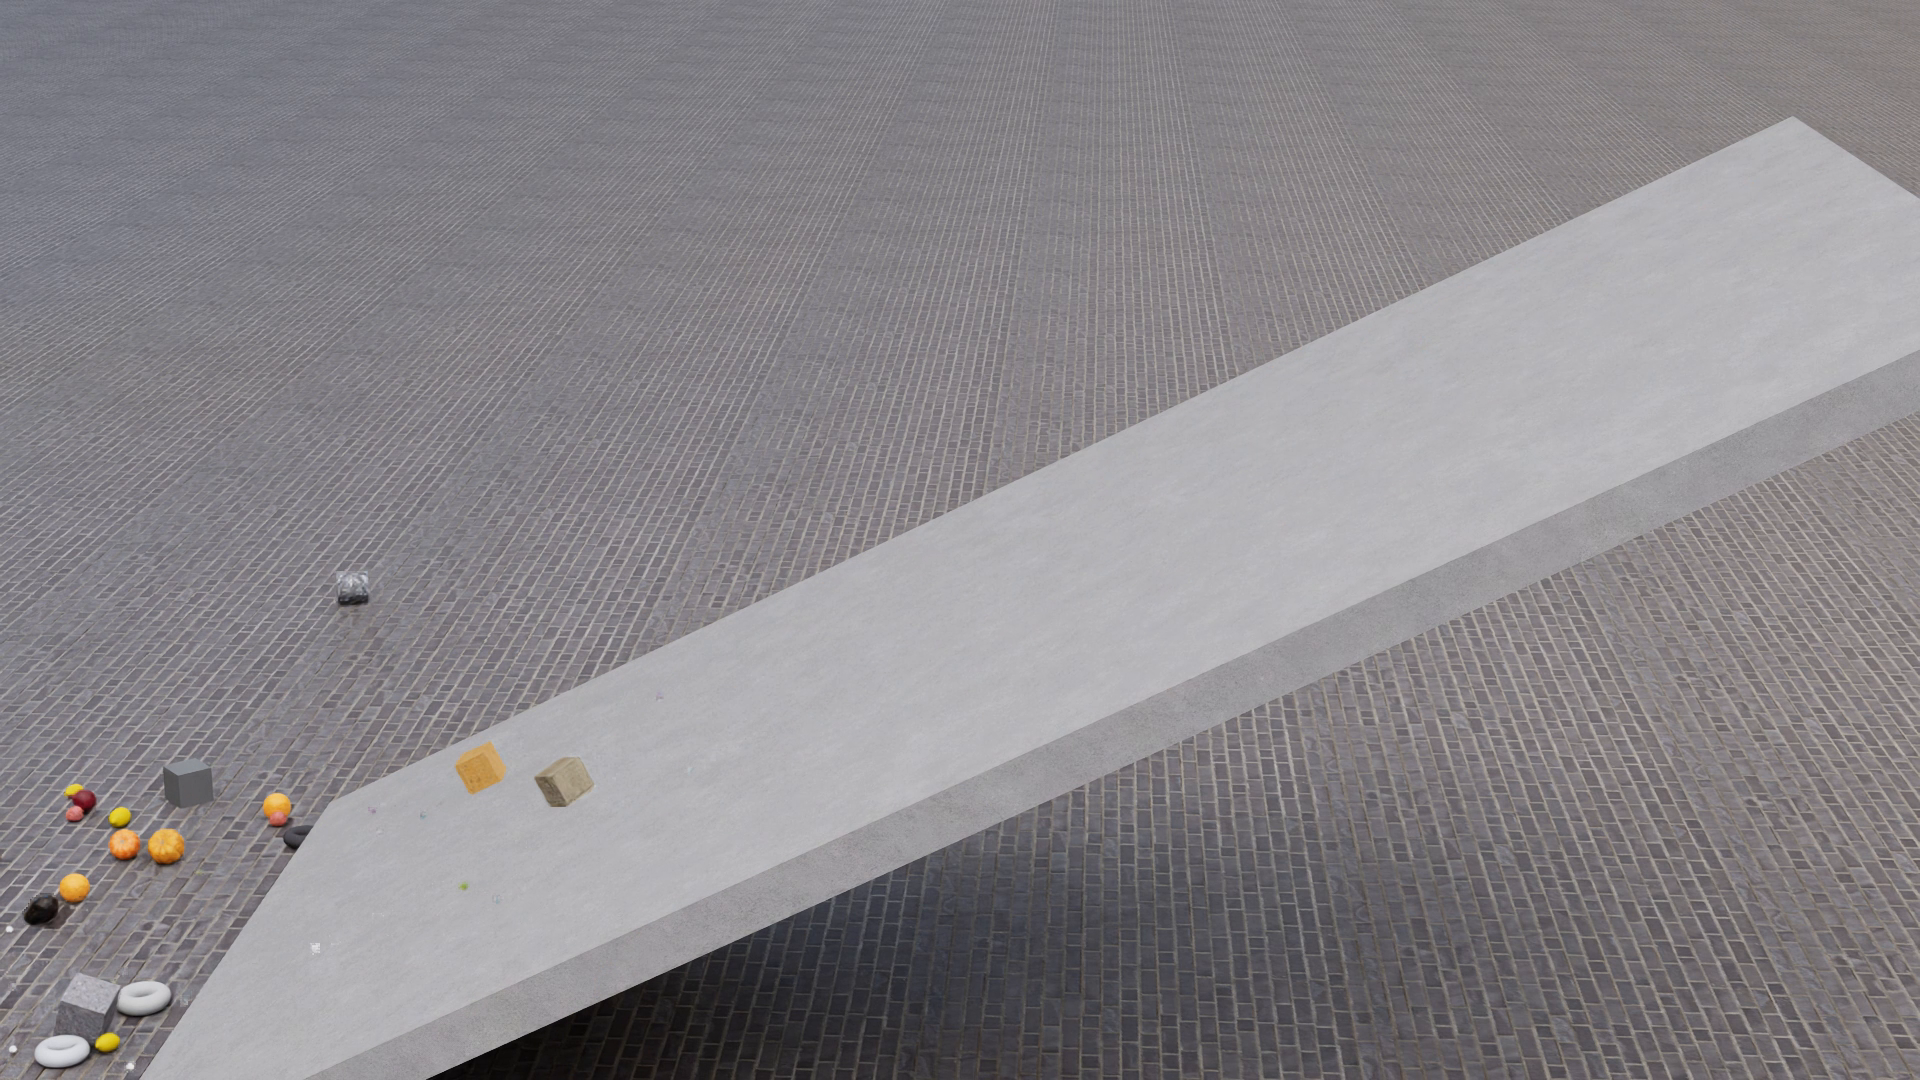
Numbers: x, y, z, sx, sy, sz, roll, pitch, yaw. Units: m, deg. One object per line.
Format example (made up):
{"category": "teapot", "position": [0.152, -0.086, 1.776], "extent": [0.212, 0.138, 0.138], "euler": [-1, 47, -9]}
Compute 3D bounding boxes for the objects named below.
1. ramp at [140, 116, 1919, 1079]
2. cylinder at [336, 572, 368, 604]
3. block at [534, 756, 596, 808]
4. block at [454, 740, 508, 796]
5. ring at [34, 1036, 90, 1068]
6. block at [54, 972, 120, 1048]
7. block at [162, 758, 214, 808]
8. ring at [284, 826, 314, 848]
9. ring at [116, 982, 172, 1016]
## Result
{"category": "ramp", "position": [0.138, 0.168, 6.281], "extent": [4.000, 0.100, 2.000], "euler": [-25, 14, 10]}
{"category": "cylinder", "position": [-1.956, 0.153, 9.475], "extent": [0.096, 0.096, 0.096], "euler": [-3, 17, -12]}
{"category": "block", "position": [-0.870, 0.533, 6.477], "extent": [0.081, 0.081, 0.081], "euler": [-37, 16, -34]}
{"category": "block", "position": [-1.134, 0.539, 6.962], "extent": [0.080, 0.080, 0.080], "euler": [-25, 14, 10]}
{"category": "ring", "position": [-1.941, 1.106, 6.360], "extent": [0.116, 0.039, 0.116], "euler": [0, 15, 0]}
{"category": "block", "position": [-1.909, 1.028, 6.432], "extent": [0.100, 0.100, 0.100], "euler": [18, 29, -4]}
{"category": "block", "position": [-2.050, 0.646, 7.814], "extent": [0.094, 0.094, 0.094], "euler": [-13, 21, -37]}
{"category": "ring", "position": [-1.681, 0.761, 7.533], "extent": [0.104, 0.035, 0.104], "euler": [1, 16, 0]}
{"category": "ring", "position": [-1.837, 1.030, 6.610], "extent": [0.125, 0.042, 0.125], "euler": [-1, 17, 0]}
